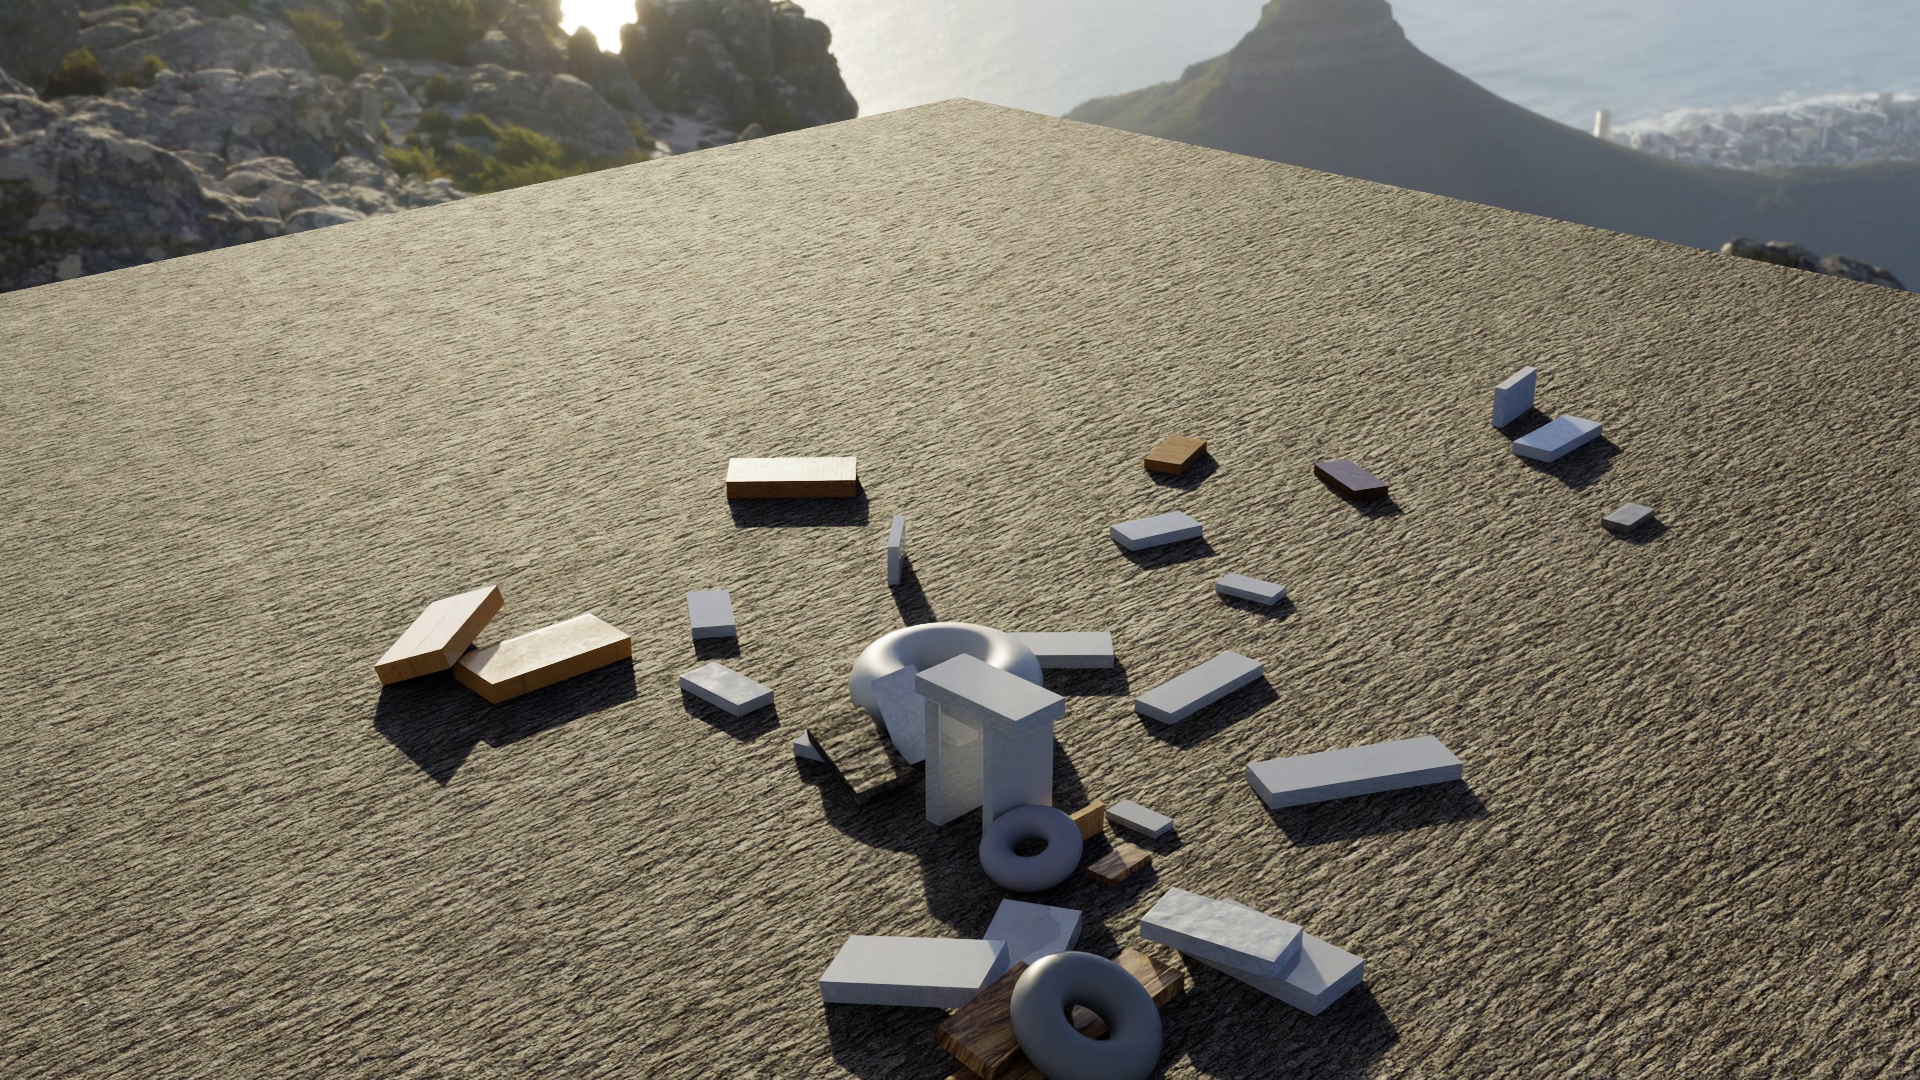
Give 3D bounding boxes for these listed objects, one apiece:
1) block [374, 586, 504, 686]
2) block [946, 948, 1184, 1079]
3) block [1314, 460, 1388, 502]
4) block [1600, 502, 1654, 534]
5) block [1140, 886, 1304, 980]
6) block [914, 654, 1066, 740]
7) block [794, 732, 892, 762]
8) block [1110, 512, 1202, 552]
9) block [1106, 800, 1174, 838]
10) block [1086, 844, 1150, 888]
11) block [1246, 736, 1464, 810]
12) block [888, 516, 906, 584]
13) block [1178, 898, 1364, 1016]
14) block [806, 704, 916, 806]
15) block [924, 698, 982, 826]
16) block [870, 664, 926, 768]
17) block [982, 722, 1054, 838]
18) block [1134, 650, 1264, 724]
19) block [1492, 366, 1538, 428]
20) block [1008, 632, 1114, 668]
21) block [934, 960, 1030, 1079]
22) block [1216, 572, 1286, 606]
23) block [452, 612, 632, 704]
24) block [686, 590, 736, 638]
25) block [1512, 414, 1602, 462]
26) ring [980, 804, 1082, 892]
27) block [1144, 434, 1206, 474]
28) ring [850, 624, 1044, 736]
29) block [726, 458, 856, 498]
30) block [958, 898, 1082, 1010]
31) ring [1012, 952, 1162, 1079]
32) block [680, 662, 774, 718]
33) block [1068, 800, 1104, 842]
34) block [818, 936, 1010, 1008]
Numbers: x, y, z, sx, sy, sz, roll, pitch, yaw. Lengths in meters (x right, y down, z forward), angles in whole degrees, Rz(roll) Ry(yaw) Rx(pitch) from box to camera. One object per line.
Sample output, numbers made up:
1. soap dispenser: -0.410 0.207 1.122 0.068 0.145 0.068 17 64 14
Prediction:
1. block: -1.206 0.218 5.111 0.176 0.050 0.353 -15 19 15
2. block: 0.161 0.850 3.715 0.120 0.034 0.583 19 29 37
3. block: 1.087 -0.167 6.115 0.109 0.031 0.218 -9 24 -19
4. block: 1.784 -0.061 5.875 0.077 0.022 0.155 19 29 37
5. block: 0.469 0.704 3.946 0.259 0.037 0.130 13 26 28
6. block: 0.057 0.302 4.293 0.138 0.039 0.275 -21 31 -40
7. block: -0.241 0.444 4.677 0.203 0.029 0.101 11 26 25
8. block: 0.516 -0.024 5.778 0.218 0.031 0.109 -12 26 -26
9. block: 0.361 0.560 4.418 0.123 0.017 0.062 19 30 38
10. block: 0.306 0.629 4.256 0.062 0.017 0.123 19 29 37
11. block: 0.821 0.482 4.578 0.433 0.037 0.130 -7 24 -16
12. block: -0.161 0.024 5.572 0.029 0.103 0.205 1 23 3
13. block: 0.556 0.745 3.950 0.301 0.043 0.150 20 30 39
14. block: -0.208 0.448 4.587 0.130 0.037 0.259 -21 36 -19
15. block: -0.007 0.423 4.411 0.138 0.275 0.039 -21 31 -41
16. block: -0.107 0.374 4.637 0.101 0.202 0.029 -22 -20 0
17. block: 0.113 0.467 4.307 0.138 0.275 0.039 -13 26 -29
18. block: 0.540 0.330 4.946 0.101 0.029 0.340 20 30 39
19. block: 1.671 -0.432 6.625 0.034 0.121 0.241 15 27 32
20. block: 0.233 0.256 5.113 0.241 0.034 0.121 0 23 0
21. block: 0.077 0.806 3.690 0.120 0.034 0.239 32 36 25
22. block: 0.720 0.121 5.448 0.155 0.022 0.077 15 27 31
23. block: -0.960 0.269 5.062 0.367 0.050 0.176 -19 30 -38
24. block: -0.601 0.178 5.304 0.103 0.029 0.205 -4 23 -9
25. block: 1.744 -0.297 6.418 0.121 0.034 0.313 19 30 38
26. ring: 0.137 0.593 4.230 0.202 0.067 0.202 -8 39 7
27. block: 0.618 -0.245 6.299 0.109 0.031 0.218 11 25 24
28. ring: -0.030 0.314 4.843 0.429 0.143 0.429 -1 23 0
29. block: -0.465 -0.174 6.106 0.353 0.050 0.176 -1 23 -2
30. block: 0.110 0.750 3.939 0.150 0.043 0.301 6 24 15
31. ring: 0.211 0.802 3.658 0.268 0.089 0.268 15 39 -13
32. block: -0.524 0.334 4.936 0.205 0.029 0.103 21 31 40
33. block: 0.237 0.566 4.346 0.123 0.062 0.017 -21 33 -40
34. block: -0.079 0.756 3.854 0.301 0.043 0.150 -2 21 22
